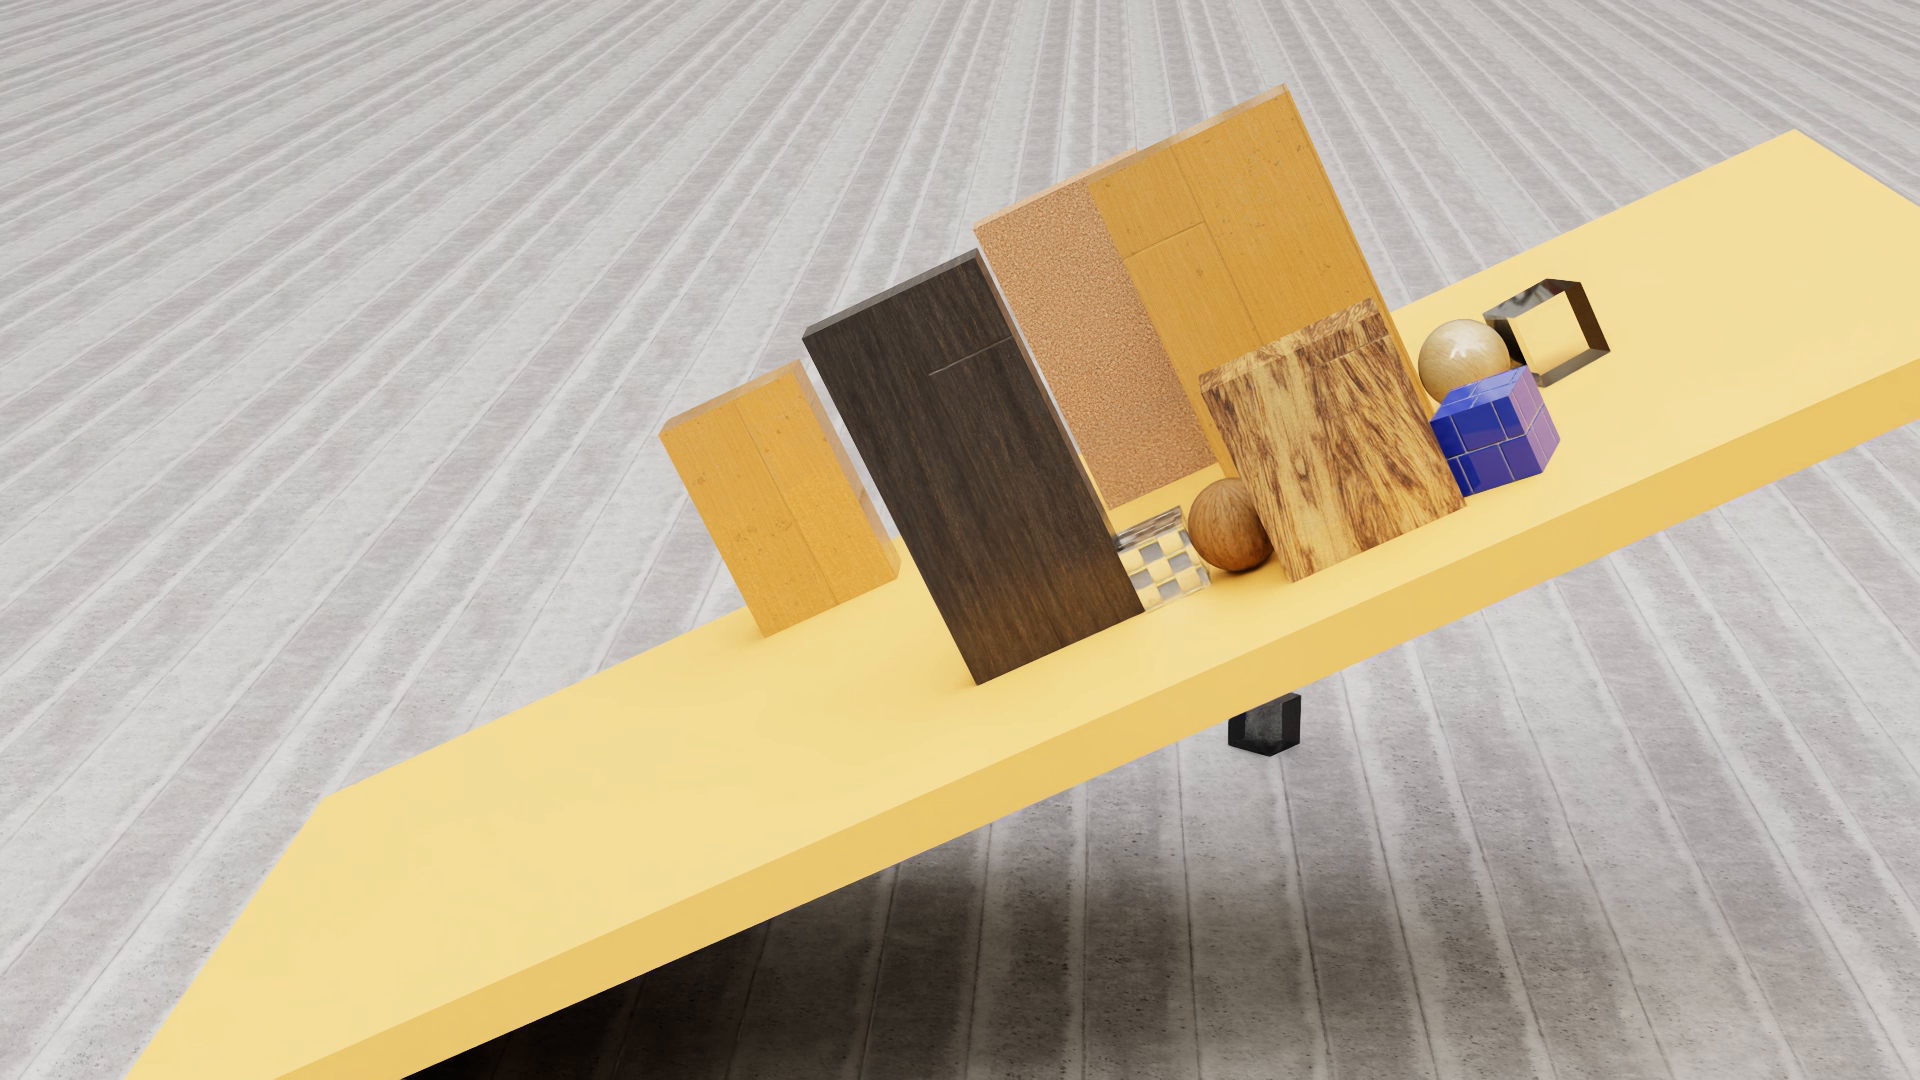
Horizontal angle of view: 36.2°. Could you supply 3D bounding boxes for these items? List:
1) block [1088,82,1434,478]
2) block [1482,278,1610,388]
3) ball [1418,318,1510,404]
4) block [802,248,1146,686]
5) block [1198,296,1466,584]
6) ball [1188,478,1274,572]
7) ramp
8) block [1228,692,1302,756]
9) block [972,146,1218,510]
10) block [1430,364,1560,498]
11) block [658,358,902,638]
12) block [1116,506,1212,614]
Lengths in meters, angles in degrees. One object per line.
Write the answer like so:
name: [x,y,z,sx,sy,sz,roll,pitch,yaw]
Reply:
block: [0.620,-0.489,5.997,0.440,0.754,0.125,-24,13,9]
block: [1.187,-0.420,5.959,0.158,0.158,0.158,-29,13,-9]
ball: [1.022,-0.356,5.970,0.185,0.185,0.185,0,16,0]
block: [0.033,-0.138,5.735,0.368,0.773,0.107,-24,13,9]
block: [0.692,-0.186,5.476,0.355,0.402,0.150,-24,13,9]
ball: [0.530,-0.031,5.674,0.182,0.182,0.182,0,16,0]
ramp: [0.137,0.168,6.282,4.000,0.100,2.000,-24,13,9]
block: [0.847,0.501,8.182,0.143,0.143,0.143,14,21,39]
block: [0.359,-0.464,6.508,0.392,0.703,0.094,-24,13,9]
block: [0.999,-0.203,5.486,0.161,0.161,0.161,-19,15,30]
block: [-0.420,-0.097,6.935,0.351,0.549,0.146,-24,13,9]
block: [0.399,0.037,5.762,0.138,0.138,0.138,-24,13,9]
